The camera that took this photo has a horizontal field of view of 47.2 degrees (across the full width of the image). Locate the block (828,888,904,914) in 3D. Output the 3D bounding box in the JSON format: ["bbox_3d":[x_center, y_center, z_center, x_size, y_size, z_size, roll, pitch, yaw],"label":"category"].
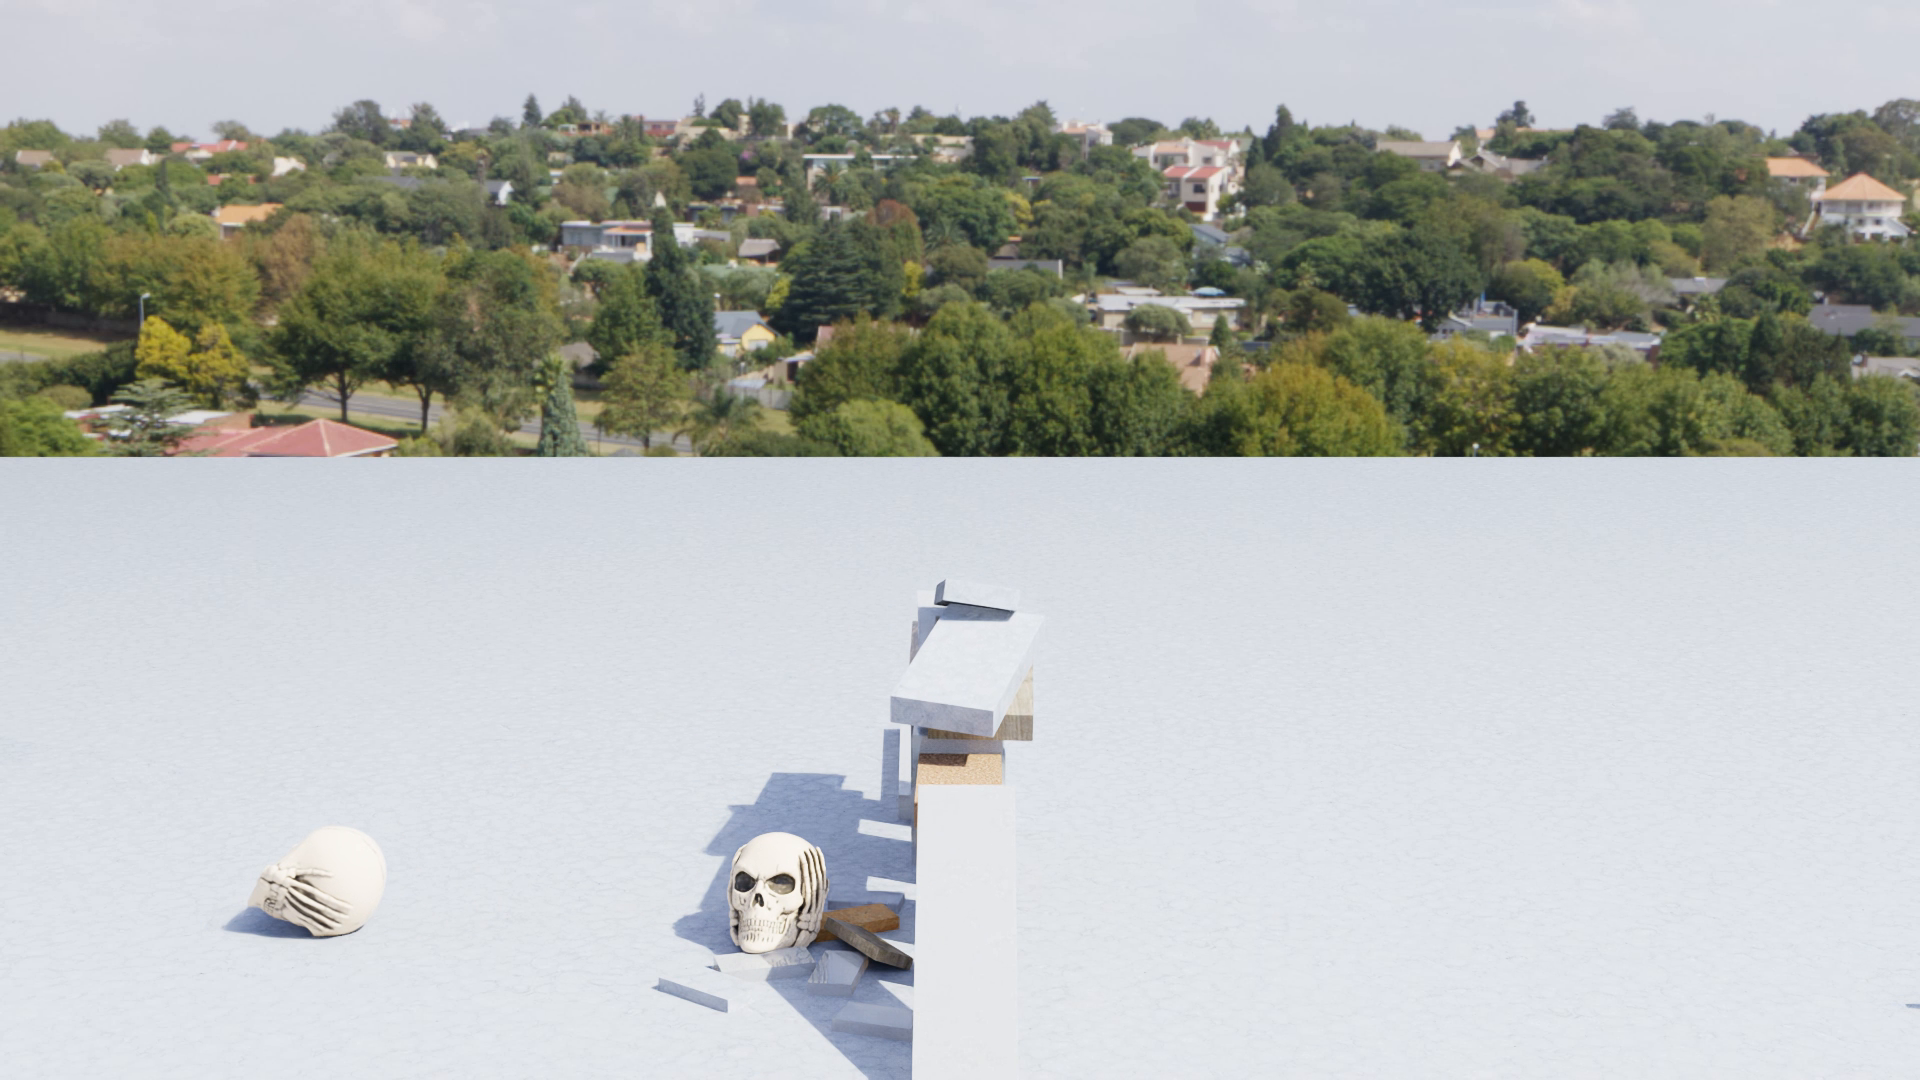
[{"bbox_3d":[-0.153,0.593,3.609,0.117,0.017,0.059,2,11,9],"label":"block"}]

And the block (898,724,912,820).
[{"bbox_3d":[-0.038,0.438,4.362,0.163,0.046,0.606,0,11,-1],"label":"block"}]

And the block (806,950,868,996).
[{"bbox_3d":[-0.183,0.649,3.298,0.066,0.019,0.132,2,11,9],"label":"block"}]

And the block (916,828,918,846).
[{"bbox_3d":[0.000,0.535,3.261,0.128,0.256,0.036,0,10,0],"label":"block"}]

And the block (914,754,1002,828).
[{"bbox_3d":[-0.001,0.376,3.317,0.128,0.036,0.256,0,11,1],"label":"block"}]

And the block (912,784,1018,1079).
[{"bbox_3d":[0.008,0.543,3.025,0.139,0.039,0.468,0,50,0],"label":"block"}]

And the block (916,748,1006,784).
[{"bbox_3d":[0.002,0.475,3.519,0.141,0.282,0.040,0,11,0],"label":"block"}]

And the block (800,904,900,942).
[{"bbox_3d":[-0.176,0.610,3.507,0.142,0.020,0.071,-5,12,-25],"label":"block"}]

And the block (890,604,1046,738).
[{"bbox_3d":[0.016,0.202,3.488,0.163,0.046,0.327,7,26,14],"label":"block"}]

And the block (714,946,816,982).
[{"bbox_3d":[-0.296,0.643,3.326,0.142,0.020,0.071,-3,11,-17],"label":"block"}]

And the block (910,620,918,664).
[{"bbox_3d":[-0.006,0.200,3.884,0.161,0.046,0.321,0,11,0],"label":"block"}]

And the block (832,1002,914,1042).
[{"bbox_3d":[-0.107,0.683,3.117,0.132,0.019,0.066,4,11,19],"label":"block"}]

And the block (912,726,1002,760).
[{"bbox_3d":[-0.001,0.300,3.580,0.141,0.040,0.282,0,11,1],"label":"block"}]

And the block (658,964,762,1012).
[{"bbox_3d":[-0.368,0.659,3.240,0.142,0.020,0.071,8,13,37],"label":"block"}]

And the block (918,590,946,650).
[{"bbox_3d":[-0.010,0.166,3.768,0.122,0.035,0.290,-1,25,-2],"label":"block"}]

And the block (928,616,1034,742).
[{"bbox_3d":[0.036,0.220,3.558,0.163,0.046,0.327,1,25,1],"label":"block"}]

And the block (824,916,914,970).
[{"bbox_3d":[-0.141,0.620,3.383,0.066,0.019,0.161,23,-4,-33],"label":"block"}]

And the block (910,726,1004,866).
[{"bbox_3d":[-0.004,0.401,3.804,0.161,0.321,0.046,0,11,0],"label":"block"}]

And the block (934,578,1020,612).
[{"bbox_3d":[0.026,0.097,3.689,0.122,0.035,0.245,9,-4,-4],"label":"block"}]
